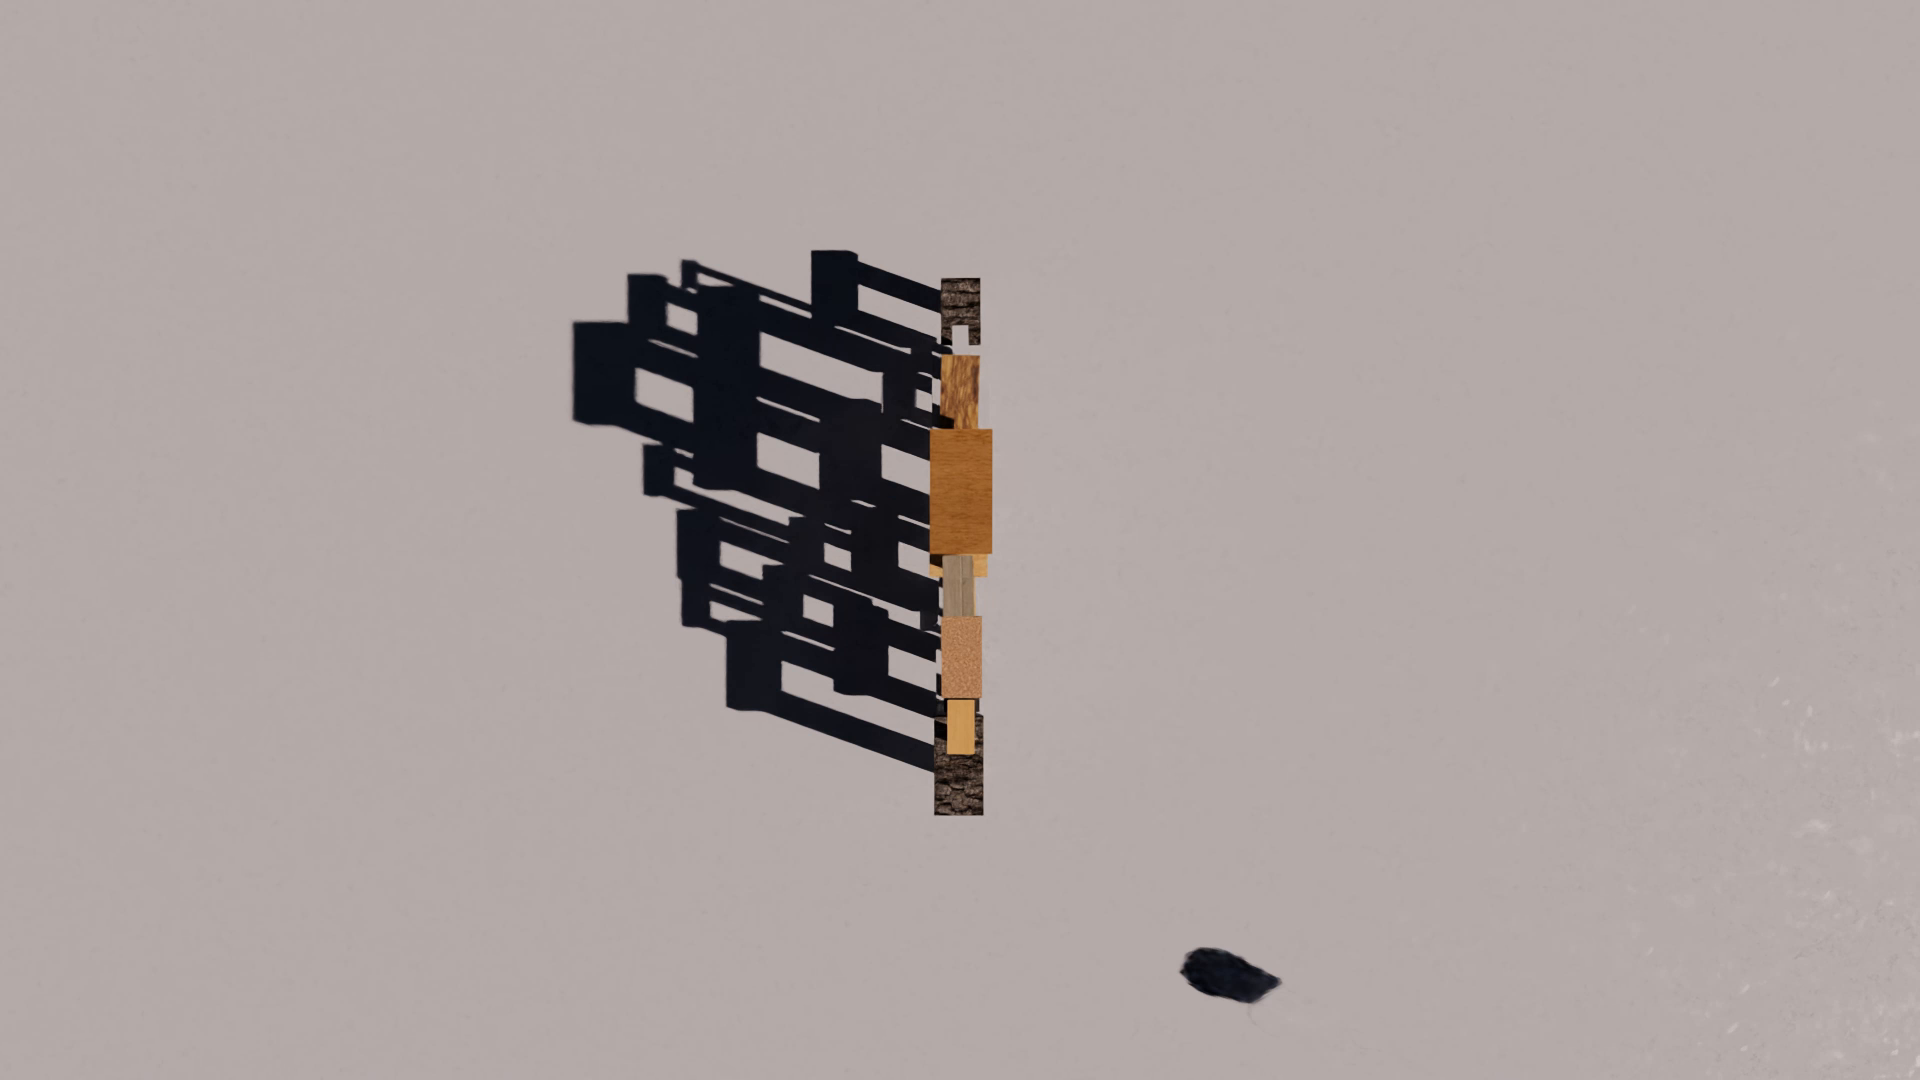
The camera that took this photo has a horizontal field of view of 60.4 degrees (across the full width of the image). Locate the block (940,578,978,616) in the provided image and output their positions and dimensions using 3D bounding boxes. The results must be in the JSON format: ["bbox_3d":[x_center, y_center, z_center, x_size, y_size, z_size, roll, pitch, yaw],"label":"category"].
[{"bbox_3d":[-0.005,0.119,5.238,0.122,0.035,0.245,0,90,0],"label":"block"}]

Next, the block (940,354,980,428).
[{"bbox_3d":[-0.001,-0.402,4.531,0.105,0.030,0.210,2,90,0],"label":"block"}]

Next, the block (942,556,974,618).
[{"bbox_3d":[-0.005,0.128,4.570,0.085,0.024,0.169,-1,90,0],"label":"block"}]

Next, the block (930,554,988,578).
[{"bbox_3d":[-0.004,-0.060,4.775,0.167,0.047,0.334,0,90,0],"label":"block"}]

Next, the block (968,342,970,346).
[{"bbox_3d":[0.003,-0.590,4.876,0.046,0.428,0.013,0,90,1],"label":"block"}]

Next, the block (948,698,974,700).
[{"bbox_3d":[0.003,0.478,4.810,0.077,0.241,0.022,0,90,0],"label":"block"}]

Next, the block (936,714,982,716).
[{"bbox_3d":[-0.003,0.568,5.029,0.145,0.290,0.041,0,90,0],"label":"block"}]

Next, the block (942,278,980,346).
[{"bbox_3d":[0.003,-0.688,5.108,0.122,0.034,0.243,0,90,0],"label":"block"}]

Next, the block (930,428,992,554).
[{"bbox_3d":[0.003,-0.129,4.395,0.166,0.047,0.332,0,90,0],"label":"block"}]

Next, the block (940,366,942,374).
[{"bbox_3d":[0.000,-0.473,4.651,0.105,0.210,0.030,1,90,0],"label":"block"}]

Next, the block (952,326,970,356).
[{"bbox_3d":[0.002,-0.559,4.656,0.046,0.013,0.093,-2,91,1],"label":"block"}]

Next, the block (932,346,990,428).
[{"bbox_3d":[0.002,-0.397,4.779,0.165,0.047,0.329,0,90,0],"label":"block"}]

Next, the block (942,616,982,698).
[{"bbox_3d":[0.005,0.333,4.684,0.115,0.033,0.230,0,90,0],"label":"block"}]

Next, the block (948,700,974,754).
[{"bbox_3d":[0.003,0.529,4.679,0.077,0.022,0.154,0,90,0],"label":"block"}]

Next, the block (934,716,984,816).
[{"bbox_3d":[-0.003,0.664,4.864,0.145,0.041,0.290,0,90,0],"label":"block"}]

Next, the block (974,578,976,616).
[{"bbox_3d":[0.001,0.204,5.023,0.092,0.026,0.184,0,90,0],"label":"block"}]

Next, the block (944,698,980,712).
[{"bbox_3d":[0.005,0.408,4.946,0.107,0.030,0.213,0,90,0],"label":"block"}]

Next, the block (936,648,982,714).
[{"bbox_3d":[-0.003,0.486,5.194,0.143,0.040,0.285,0,90,0],"label":"block"}]
